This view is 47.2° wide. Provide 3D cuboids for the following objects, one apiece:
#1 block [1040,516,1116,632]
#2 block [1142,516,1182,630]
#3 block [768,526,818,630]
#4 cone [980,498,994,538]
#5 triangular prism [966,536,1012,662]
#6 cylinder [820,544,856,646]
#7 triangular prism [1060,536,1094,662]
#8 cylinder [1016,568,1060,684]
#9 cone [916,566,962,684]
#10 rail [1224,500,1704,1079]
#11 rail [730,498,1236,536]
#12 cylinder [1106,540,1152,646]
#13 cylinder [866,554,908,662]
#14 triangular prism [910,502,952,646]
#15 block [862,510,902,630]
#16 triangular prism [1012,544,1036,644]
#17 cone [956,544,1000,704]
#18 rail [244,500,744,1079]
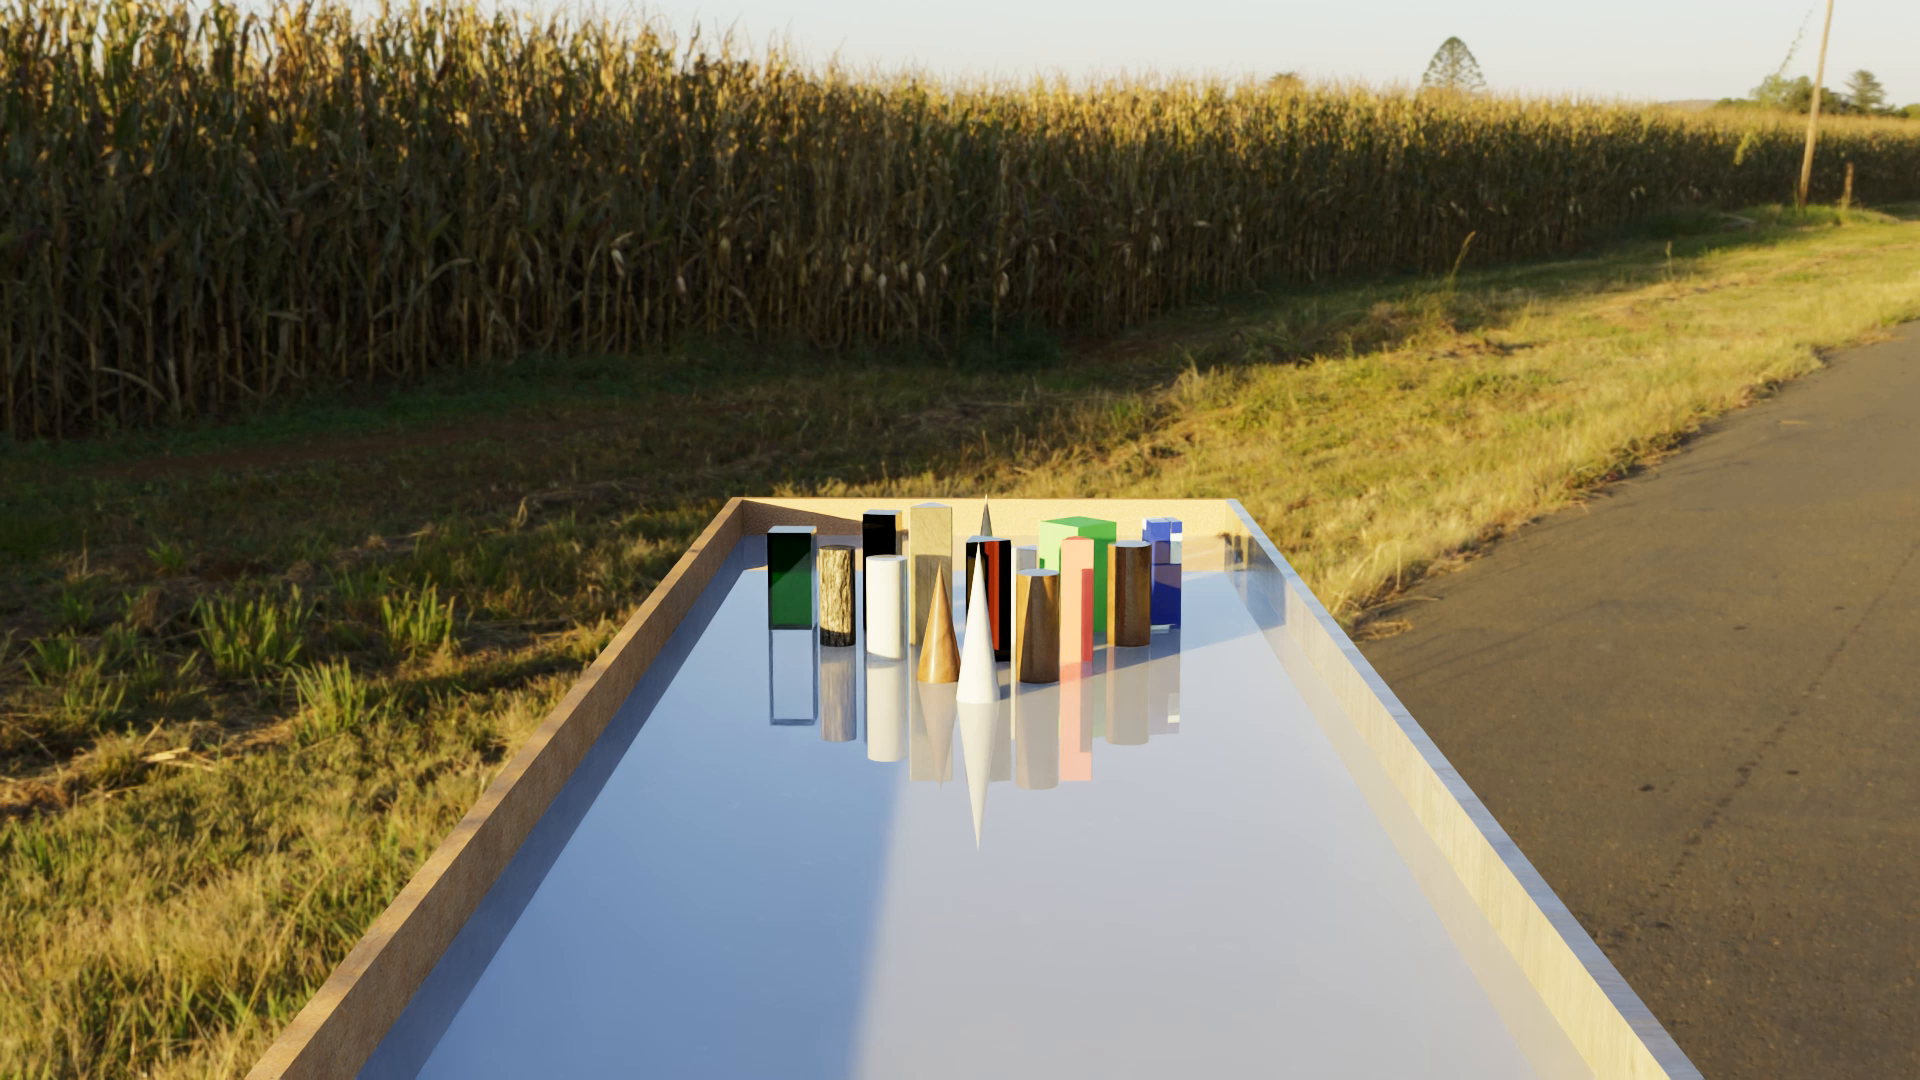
[{"bbox_3d":[0.383,0.114,7.166,0.178,0.352,0.178,-8,12,-41],"label":"block"},{"bbox_3d":[0.660,0.108,7.200,0.105,0.353,0.105,-2,9,-11],"label":"block"},{"bbox_3d":[-0.549,0.123,7.208,0.143,0.320,0.143,1,9,3],"label":"block"},{"bbox_3d":[0.086,0.067,7.167,0.138,0.444,0.138,0,9,0],"label":"cone"},{"bbox_3d":[0.065,0.178,6.694,0.146,0.373,0.127,-4,10,-21],"label":"triangular prism"},{"bbox_3d":[-0.386,0.175,6.926,0.114,0.306,0.114,0,9,0],"label":"cylinder"},{"bbox_3d":[0.354,0.177,6.697,0.098,0.373,0.085,0,9,-2],"label":"triangular prism"},{"bbox_3d":[0.227,0.251,6.415,0.125,0.317,0.125,0,9,0],"label":"cylinder"},{"bbox_3d":[-0.058,0.234,6.427,0.141,0.346,0.141,0,9,0],"label":"cone"},{"bbox_3d":[1.046,0.843,3.208,0.050,0.150,12.000,0,9,1],"label":"rail"},{"bbox_3d":[0.099,-0.098,9.147,2.100,0.150,0.050,0,9,1],"label":"rail"},{"bbox_3d":[0.534,0.168,6.936,0.139,0.317,0.139,0,9,0],"label":"cylinder"},{"bbox_3d":[-0.223,0.208,6.706,0.124,0.310,0.124,0,9,0],"label":"cylinder"},{"bbox_3d":[-0.090,0.105,6.943,0.133,0.439,0.116,0,9,1],"label":"triangular prism"},{"bbox_3d":[-0.252,0.097,7.181,0.110,0.381,0.110,2,9,9],"label":"block"},{"bbox_3d":[0.217,0.173,6.938,0.099,0.307,0.086,5,11,31],"label":"triangular prism"},{"bbox_3d":[0.052,0.225,6.160,0.126,0.447,0.126,0,9,0],"label":"cone"},{"bbox_3d":[-1.004,0.839,3.234,0.050,0.150,12.000,0,9,1],"label":"rail"}]
